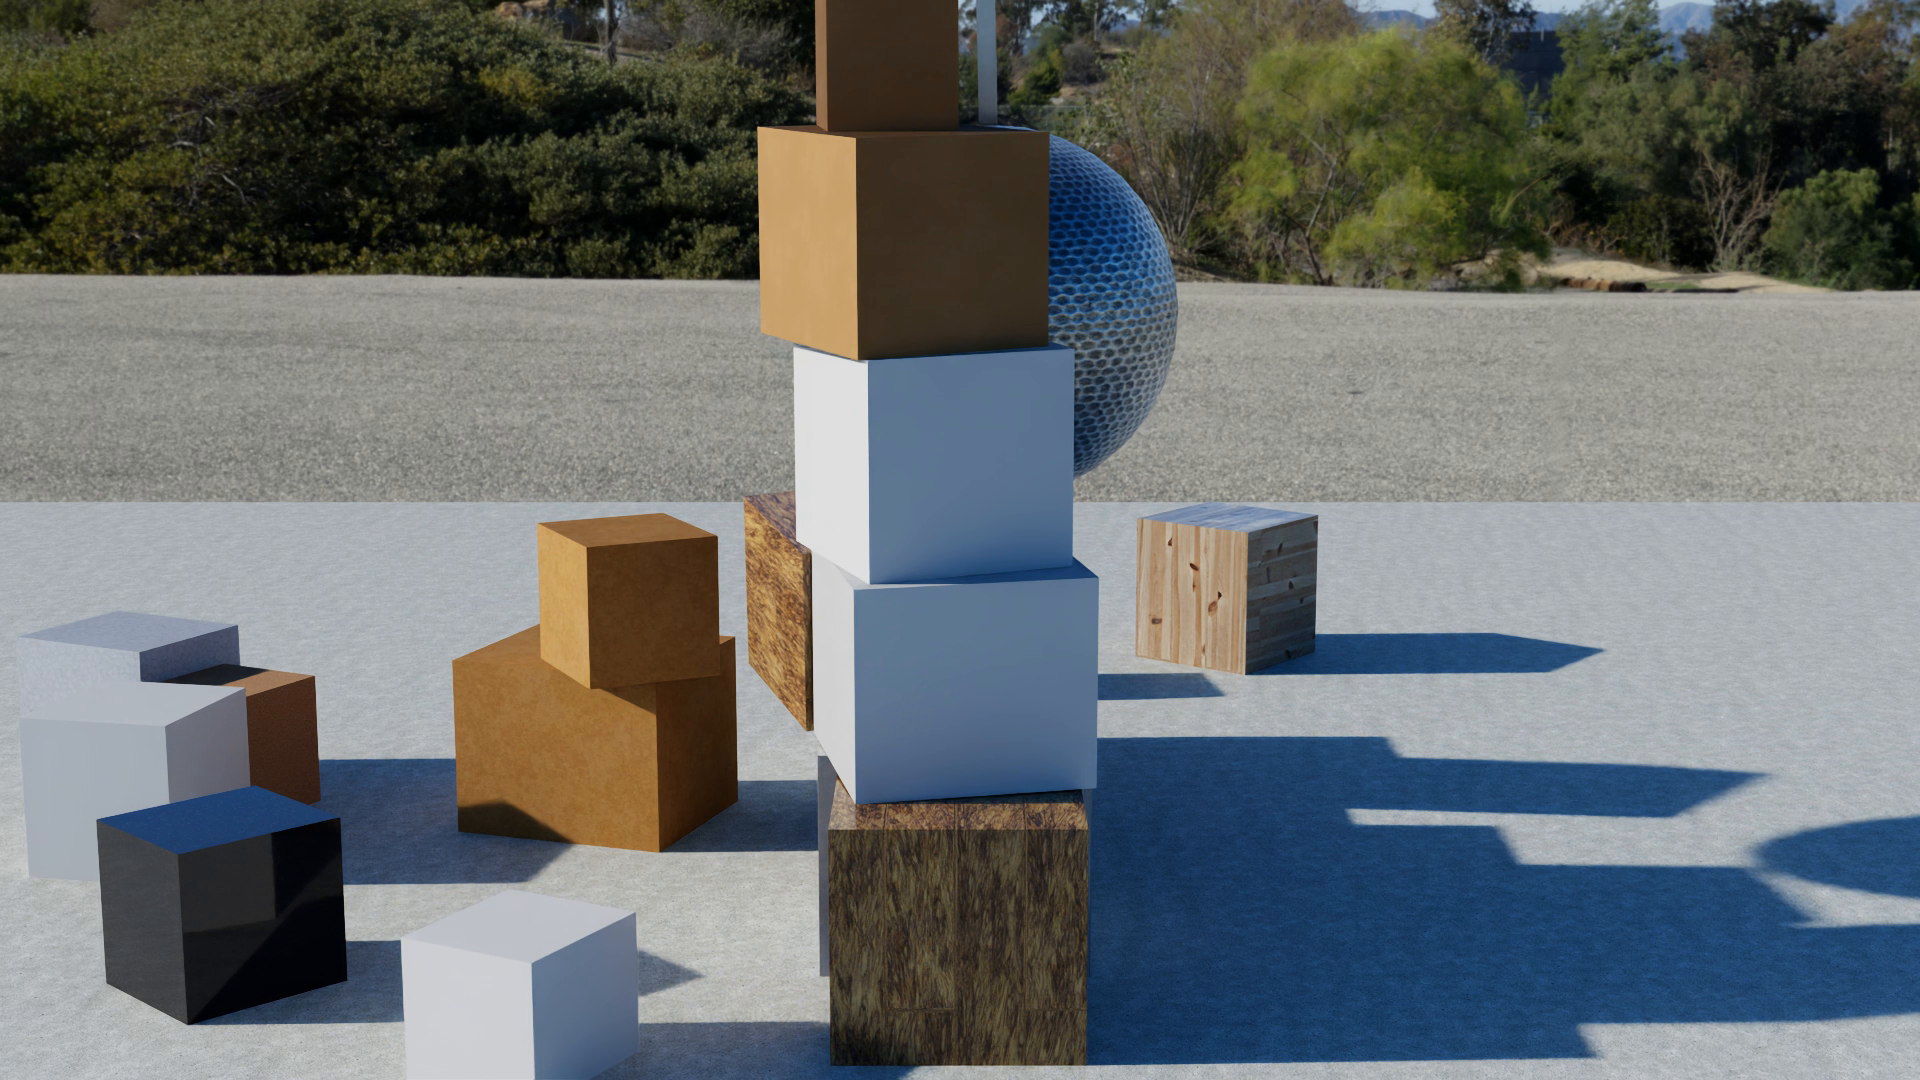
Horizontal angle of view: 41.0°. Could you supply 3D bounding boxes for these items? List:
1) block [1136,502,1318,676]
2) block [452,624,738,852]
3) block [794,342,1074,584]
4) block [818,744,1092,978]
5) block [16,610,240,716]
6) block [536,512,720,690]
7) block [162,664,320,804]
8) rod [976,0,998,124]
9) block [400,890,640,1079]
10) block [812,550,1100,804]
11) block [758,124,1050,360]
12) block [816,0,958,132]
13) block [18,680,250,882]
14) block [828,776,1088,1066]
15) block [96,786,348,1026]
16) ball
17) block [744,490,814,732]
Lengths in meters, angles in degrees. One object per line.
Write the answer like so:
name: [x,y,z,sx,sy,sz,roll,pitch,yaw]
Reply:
block: [1.626,0.279,15.638,0.790,0.856,0.791,8,13,38]
block: [-1.720,0.917,12.219,1.036,0.823,0.895,3,11,18]
block: [-0.109,-0.349,9.695,0.808,0.815,0.815,-5,13,-22]
block: [-0.017,1.187,10.528,1.066,0.898,1.026,0,10,0]
block: [-4.103,0.839,12.726,0.788,0.796,0.689,5,11,25]
block: [-1.517,0.266,11.715,0.617,0.639,0.695,-5,12,-27]
block: [-3.515,0.988,12.382,0.576,0.626,0.568,5,12,27]
rod: [0.060,-4.317,10.395,0.080,5.200,0.080,-1,10,0]
block: [-1.560,1.625,9.150,0.565,0.529,0.615,5,12,27]
block: [-0.038,0.454,9.813,0.911,0.804,0.944,-3,12,-12]
block: [-0.219,-1.136,9.564,0.779,0.780,0.853,-6,14,-27]
block: [-0.278,-1.788,9.571,0.482,0.492,0.511,-2,12,-7]
block: [-3.704,1.084,11.576,0.704,0.725,0.726,2,11,12]
block: [-0.006,1.371,9.570,0.917,0.879,0.916,0,10,0]
block: [-2.871,1.404,9.989,0.684,0.664,0.640,-10,14,-44]
ball: [0.138,-0.973,11.004,1.600,1.600,1.600,0,10,0]
block: [-0.427,0.252,10.692,0.724,0.753,0.825,-7,19,-20]
